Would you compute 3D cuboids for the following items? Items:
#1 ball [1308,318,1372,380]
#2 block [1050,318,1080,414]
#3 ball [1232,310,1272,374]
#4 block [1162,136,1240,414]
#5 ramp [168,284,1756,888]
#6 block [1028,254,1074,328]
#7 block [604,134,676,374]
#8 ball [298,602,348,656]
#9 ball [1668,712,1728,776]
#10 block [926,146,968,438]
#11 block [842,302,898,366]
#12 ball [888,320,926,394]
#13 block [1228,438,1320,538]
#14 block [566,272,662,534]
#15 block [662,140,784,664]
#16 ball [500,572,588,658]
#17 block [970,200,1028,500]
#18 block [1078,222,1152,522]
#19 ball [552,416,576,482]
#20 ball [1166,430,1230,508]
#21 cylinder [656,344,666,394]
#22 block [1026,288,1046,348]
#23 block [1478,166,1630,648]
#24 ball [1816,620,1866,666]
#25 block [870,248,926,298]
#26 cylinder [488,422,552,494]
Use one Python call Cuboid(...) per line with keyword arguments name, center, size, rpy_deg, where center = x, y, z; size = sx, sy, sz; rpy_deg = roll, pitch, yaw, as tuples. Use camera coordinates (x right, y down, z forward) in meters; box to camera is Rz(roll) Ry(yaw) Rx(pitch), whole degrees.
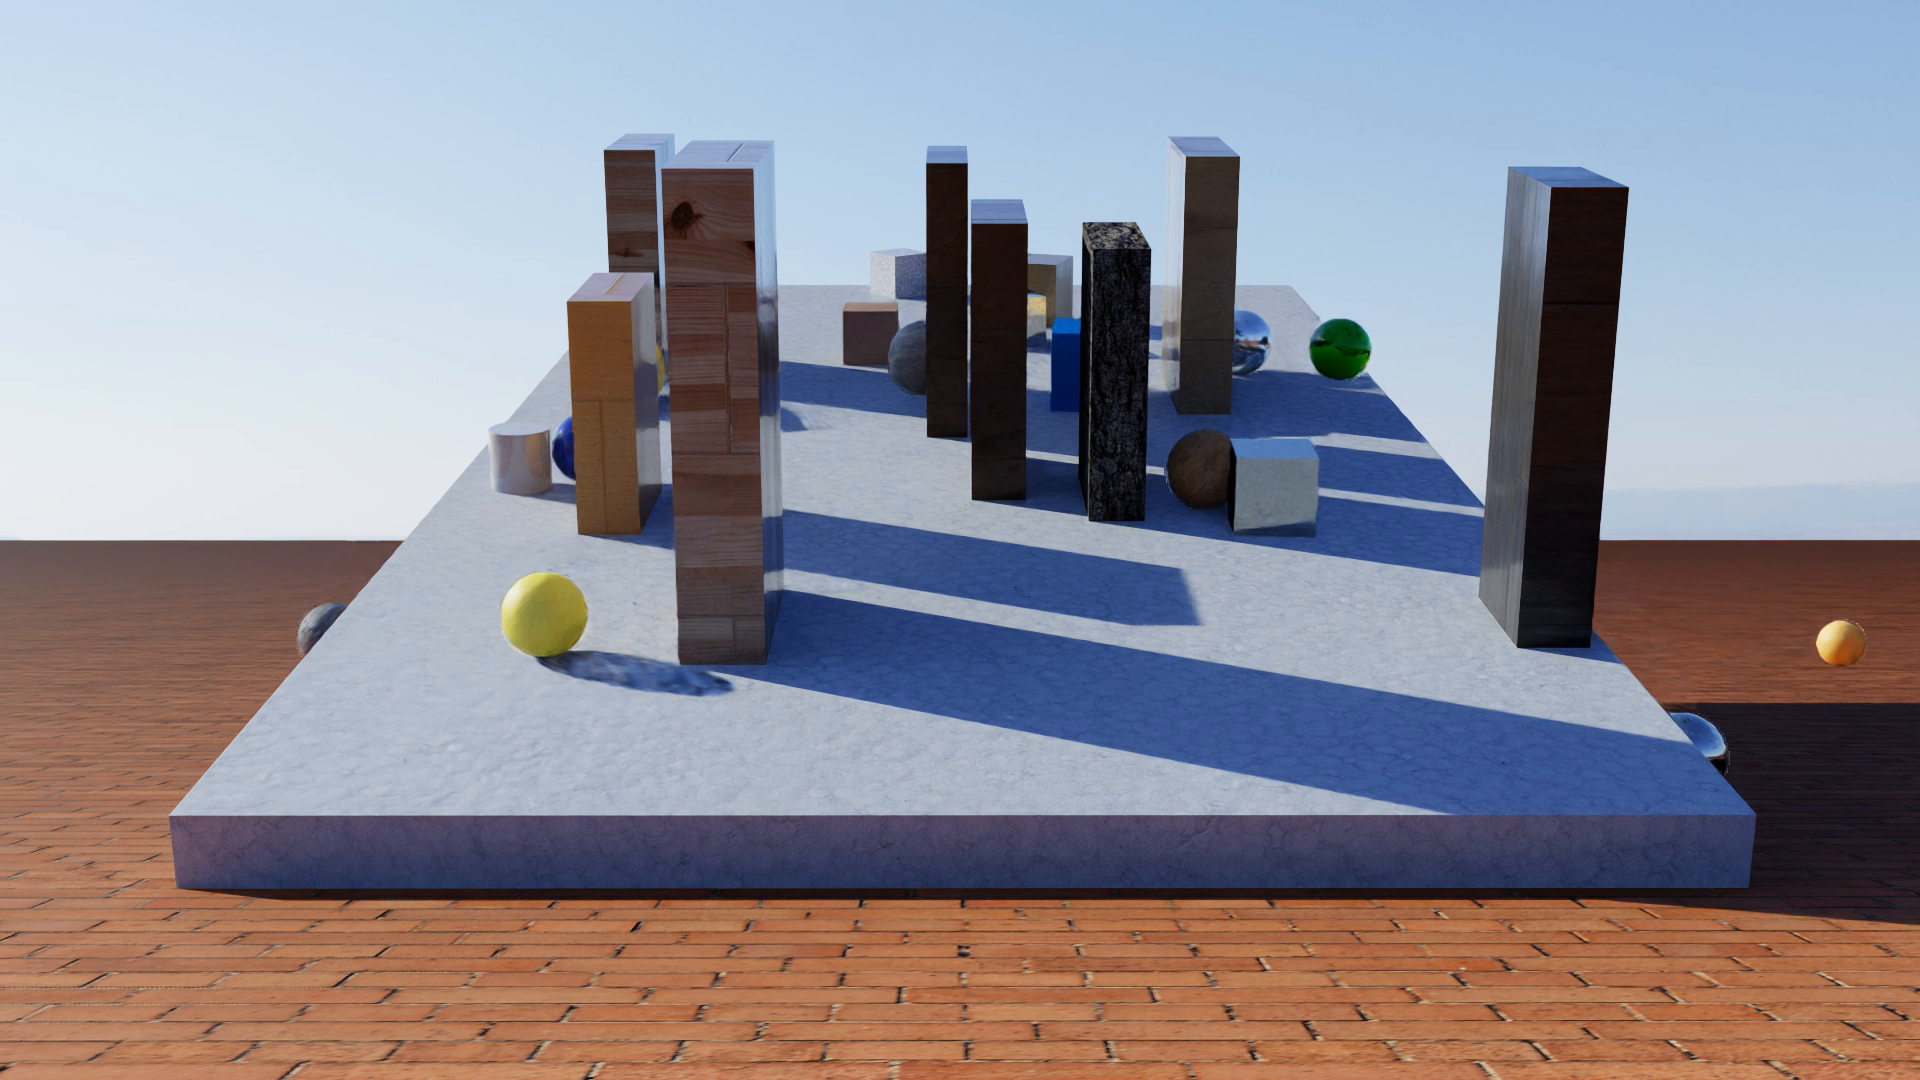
Cuboid(name="ball", center=(0.912, -0.458, 5.300), size=(0.149, 0.149, 0.149), rpy_deg=(0, 0, 0))
Cuboid(name="block", center=(0.301, -0.397, 5.025), size=(0.181, 0.181, 0.181), rpy_deg=(1, 16, 4))
Cuboid(name="ball", center=(0.682, -0.482, 5.369), size=(0.156, 0.156, 0.156), rpy_deg=(0, 0, 0))
Cuboid(name="block", center=(0.548, -0.616, 5.079), size=(0.118, 0.574, 0.424), rpy_deg=(0, 16, 0))
Cuboid(name="ramp", center=(-0.002, -0.161, 4.717), size=(2.000, 0.100, 4.000), rpy_deg=(0, 16, 0))
Cuboid(name="block", center=(0.203, -0.683, 6.034), size=(0.171, 0.171, 0.171), rpy_deg=(5, 17, 18))
Cuboid(name="block", center=(-0.773, -0.700, 5.414), size=(0.120, 0.547, 0.378), rpy_deg=(0, 16, 0))
Cuboid(name="ball", center=(-1.382, 0.214, 4.871), size=(0.151, 0.151, 0.151), rpy_deg=(0, 0, 0))
Cuboid(name="ball", center=(1.221, 0.366, 3.742), size=(0.148, 0.148, 0.148), rpy_deg=(0, 0, 0))
Cuboid(name="block", center=(-0.028, -0.548, 4.824), size=(0.087, 0.584, 0.338), rpy_deg=(0, 16, 0))
Cuboid(name="block", center=(-0.222, -0.517, 5.525), size=(0.134, 0.134, 0.134), rpy_deg=(0, 16, 0))
Cuboid(name="ball", center=(-0.082, -0.425, 5.142), size=(0.171, 0.171, 0.171), rpy_deg=(0, 0, 0))
Cuboid(name="block", center=(0.572, -0.096, 4.049), size=(0.147, 0.147, 0.147), rpy_deg=(1, 16, 2))
Cuboid(name="block", center=(-0.638, -0.259, 4.104), size=(0.113, 0.428, 0.312), rpy_deg=(0, 16, 0))
Cuboid(name="block", center=(-0.358, -0.222, 3.409), size=(0.130, 0.743, 0.382), rpy_deg=(0, 16, 0))
Cuboid(name="ball", center=(-0.631, 0.113, 3.353), size=(0.130, 0.130, 0.130), rpy_deg=(0, 0, 0))
Cuboid(name="block", center=(0.074, -0.380, 4.338), size=(0.104, 0.531, 0.347), rpy_deg=(0, 16, 0))
Cuboid(name="block", center=(0.290, -0.326, 4.197), size=(0.104, 0.507, 0.347), rpy_deg=(0, 16, 0))
Cuboid(name="ball", center=(-0.733, -0.182, 4.350), size=(0.142, 0.142, 0.142), rpy_deg=(0, 0, 0))
Cuboid(name="ball", center=(0.466, -0.136, 4.185), size=(0.149, 0.149, 0.149), rpy_deg=(0, 0, 0))
Cuboid(name="cylinder", center=(-0.770, -0.405, 5.057), size=(0.178, 0.178, 0.178), rpy_deg=(0, 17, -15))
Cuboid(name="block", center=(0.140, -0.575, 5.734), size=(0.129, 0.129, 0.129), rpy_deg=(-5, 17, -16))
Cuboid(name="block", center=(0.916, -0.209, 3.434), size=(0.114, 0.707, 0.258), rpy_deg=(0, 16, 0))
Cuboid(name="ball", center=(2.992, 0.352, 7.501), size=(0.155, 0.155, 0.155), rpy_deg=(0, 0, 0))
Cuboid(name="block", center=(-0.176, -0.781, 6.459), size=(0.122, 0.122, 0.122), rpy_deg=(-12, 20, -36))
Cuboid(name="cylinder", center=(-0.860, -0.161, 4.320), size=(0.118, 0.118, 0.118), rpy_deg=(0, 16, 0))
